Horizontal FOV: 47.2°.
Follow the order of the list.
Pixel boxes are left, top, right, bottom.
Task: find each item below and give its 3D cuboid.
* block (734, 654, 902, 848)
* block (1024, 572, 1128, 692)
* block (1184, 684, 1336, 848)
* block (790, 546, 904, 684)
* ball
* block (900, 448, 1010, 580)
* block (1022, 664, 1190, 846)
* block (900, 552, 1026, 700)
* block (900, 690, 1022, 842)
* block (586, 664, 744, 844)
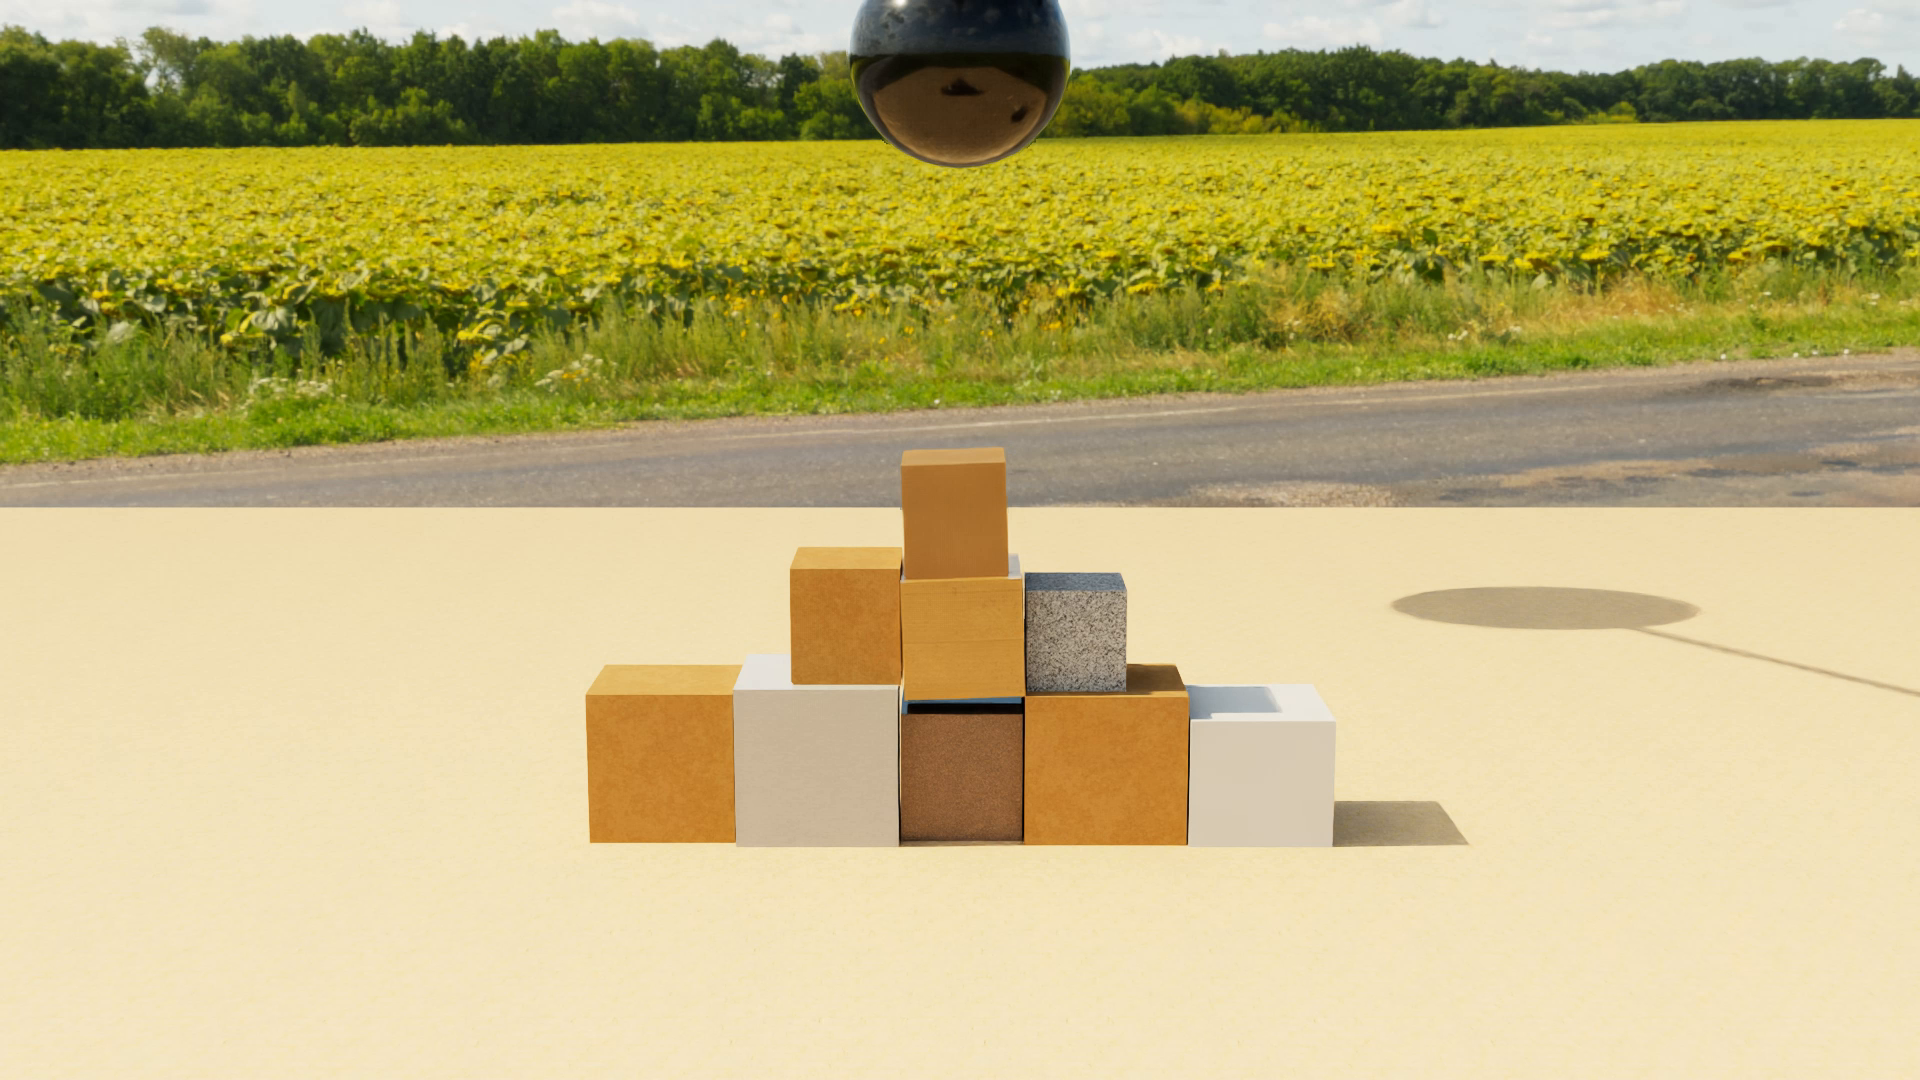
[{"bbox_3d":[-0.718,1.075,11.369,0.818,0.817,0.773,0,10,0],"label":"block"},{"bbox_3d":[0.586,0.465,11.252,0.499,0.517,0.479,0,10,0],"label":"block"},{"bbox_3d":[1.513,1.156,11.379,0.722,0.655,0.758,0,10,0],"label":"block"},{"bbox_3d":[-0.571,0.381,11.251,0.548,0.592,0.598,0,10,0],"label":"block"},{"bbox_3d":[0.000,-3.476,15.788,1.600,1.600,1.600,0,10,0],"label":"ball"},{"bbox_3d":[-0.023,-0.140,11.137,0.516,0.573,0.540,-2,10,0],"label":"block"},{"bbox_3d":[0.733,1.098,11.373,0.817,0.771,0.716,0,10,0],"label":"block"},{"bbox_3d":[0.015,0.433,11.254,0.603,0.599,0.697,-2,10,0],"label":"block"},{"bbox_3d":[0.008,1.148,11.398,0.614,0.663,0.604,0,10,0],"label":"block"},{"bbox_3d":[-1.505,1.096,11.375,0.737,0.773,0.640,0,10,0],"label":"block"}]
